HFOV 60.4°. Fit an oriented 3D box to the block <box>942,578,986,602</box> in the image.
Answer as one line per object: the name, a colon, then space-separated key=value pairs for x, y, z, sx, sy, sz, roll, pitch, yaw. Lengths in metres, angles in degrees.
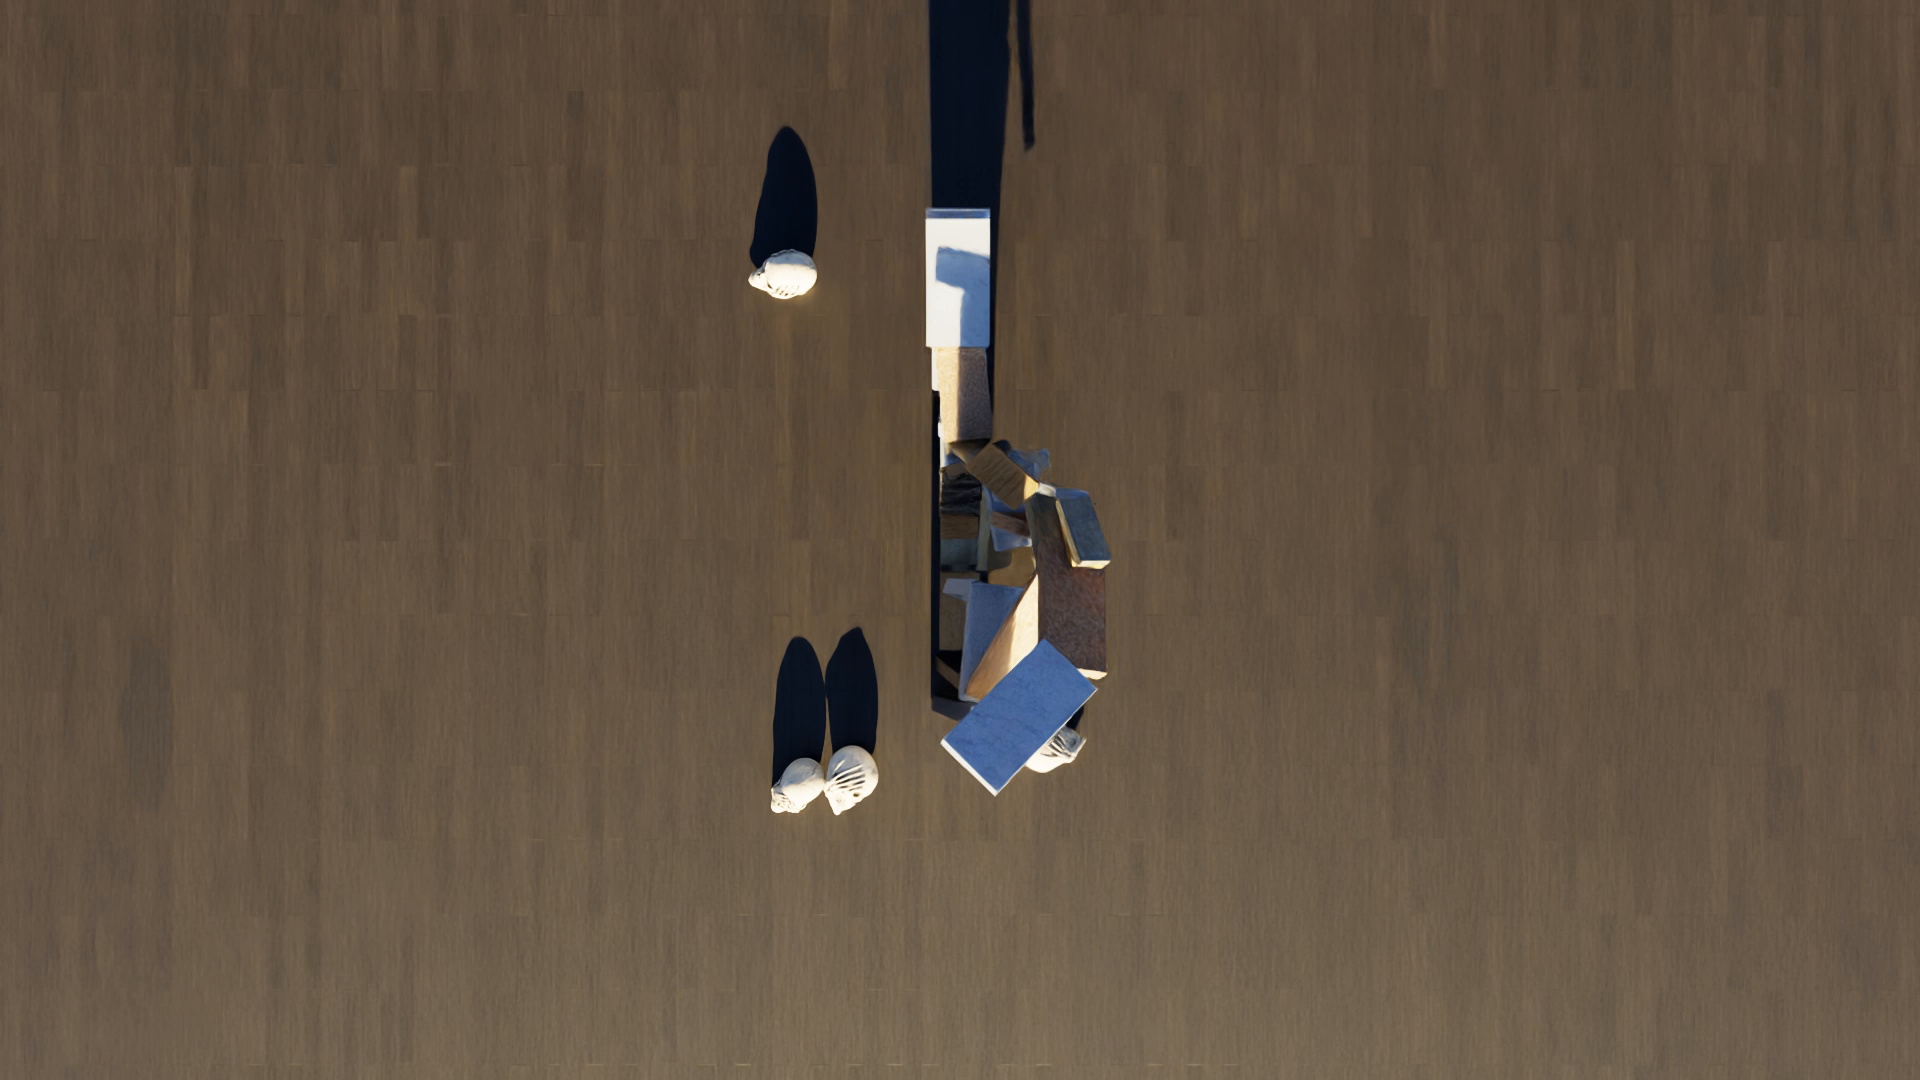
block: x=0.072 y=0.171 z=5.039 sx=0.172 sy=0.345 sz=0.049 roll=21 pitch=84 yaw=-13

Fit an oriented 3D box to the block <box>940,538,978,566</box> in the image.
block: x=-0.003 y=-0.018 z=5.192 sx=0.116 sy=0.033 sz=0.231 roll=0 pitch=131 yaw=-1

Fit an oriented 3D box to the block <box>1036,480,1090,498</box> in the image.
block: x=0.250 y=-0.135 z=4.443 sx=0.094 sy=0.270 sz=0.027 roll=7 pitch=95 yaw=-20

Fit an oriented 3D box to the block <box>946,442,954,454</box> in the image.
block: x=-0.002 y=-0.327 z=4.662 sx=0.081 sy=0.023 sz=0.161 roll=-2 pitch=99 yaw=0

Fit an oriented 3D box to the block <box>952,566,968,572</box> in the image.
block: x=0.002 y=0.064 z=5.384 sx=0.054 sy=0.015 sz=0.108 roll=0 pitch=87 yaw=0

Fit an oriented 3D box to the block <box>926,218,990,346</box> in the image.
block: x=-0.005 y=-0.654 z=4.195 sx=0.160 sy=0.045 sz=0.320 roll=0 pitch=103 yaw=0

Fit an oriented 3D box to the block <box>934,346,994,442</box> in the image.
block: x=0.011 y=-0.394 z=4.338 sx=0.130 sy=0.037 sz=0.260 roll=-6 pitch=106 yaw=1

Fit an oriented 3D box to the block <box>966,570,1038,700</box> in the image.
block: x=0.182 y=0.280 z=4.582 sx=0.148 sy=0.598 sz=0.042 roll=19 pitch=48 yaw=-8

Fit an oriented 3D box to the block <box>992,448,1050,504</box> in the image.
block: x=0.173 y=-0.183 z=4.726 sx=0.113 sy=0.225 sz=0.032 roll=-12 pitch=67 yaw=-20

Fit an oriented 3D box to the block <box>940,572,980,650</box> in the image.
block: x=-0.002 y=0.225 z=5.232 sx=0.125 sy=0.035 sz=0.249 roll=0 pitch=90 yaw=0

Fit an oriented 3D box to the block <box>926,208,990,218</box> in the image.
block: x=-0.005 y=-0.715 z=4.842 sx=0.160 sy=1.325 sz=0.045 roll=0 pitch=81 yaw=0

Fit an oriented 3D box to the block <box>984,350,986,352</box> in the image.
block: x=0.003 y=-0.496 z=4.466 sx=0.130 sy=0.260 sz=0.037 roll=0 pitch=98 yaw=0

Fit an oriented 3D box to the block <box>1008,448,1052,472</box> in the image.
block: x=0.159 y=-0.196 z=4.524 sx=0.113 sy=0.225 sz=0.032 roll=-34 pitch=75 yaw=18

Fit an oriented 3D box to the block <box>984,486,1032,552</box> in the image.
block: x=0.146 y=-0.108 z=4.846 sx=0.132 sy=0.037 sz=0.264 roll=-9 pitch=87 yaw=-20

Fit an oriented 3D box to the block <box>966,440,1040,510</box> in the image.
block: x=0.110 y=-0.164 z=4.256 sx=0.094 sy=0.027 sz=0.189 roll=-43 pitch=123 yaw=11

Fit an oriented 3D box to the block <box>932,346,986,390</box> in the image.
block: x=-0.002 y=-0.574 z=4.599 sx=0.153 sy=0.043 sz=0.307 roll=0 pitch=111 yaw=0

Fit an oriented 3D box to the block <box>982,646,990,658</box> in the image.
block: x=0.096 y=0.361 z=4.808 sx=0.051 sy=0.014 sz=0.102 roll=-8 pitch=93 yaw=-8

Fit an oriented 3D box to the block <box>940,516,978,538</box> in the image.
block: x=-0.003 y=-0.109 z=5.075 sx=0.116 sy=0.033 sz=0.231 roll=0 pitch=125 yaw=0

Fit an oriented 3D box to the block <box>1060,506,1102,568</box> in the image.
block: x=0.315 y=-0.017 z=4.293 sx=0.094 sy=0.027 sz=0.188 roll=5 pitch=56 yaw=-24

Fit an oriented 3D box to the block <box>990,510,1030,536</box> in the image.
block: x=0.198 y=-0.043 z=4.675 sx=0.148 sy=0.297 sz=0.042 roll=6 pitch=95 yaw=-16

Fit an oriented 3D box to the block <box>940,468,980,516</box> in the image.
block: x=0.000 y=-0.176 z=4.974 sx=0.118 sy=0.034 sz=0.237 roll=1 pitch=129 yaw=0

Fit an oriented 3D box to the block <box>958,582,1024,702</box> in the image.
block: x=0.099 y=0.304 z=4.838 sx=0.172 sy=0.049 sz=0.345 roll=6 pitch=91 yaw=-8

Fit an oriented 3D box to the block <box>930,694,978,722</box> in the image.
block: x=0.049 y=0.489 z=4.667 sx=0.172 sy=1.662 sz=0.049 roll=10 pitch=85 yaw=-3

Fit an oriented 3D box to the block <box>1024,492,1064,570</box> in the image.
block: x=0.267 y=0.000 z=4.418 sx=0.149 sy=0.042 sz=0.297 roll=7 pitch=47 yaw=-19

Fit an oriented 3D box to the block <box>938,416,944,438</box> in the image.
block: x=0.005 y=-0.313 z=4.518 sx=0.130 sy=0.263 sz=0.037 roll=-3 pitch=98 yaw=-1

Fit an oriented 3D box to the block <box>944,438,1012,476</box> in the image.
block: x=0.047 y=-0.229 z=4.644 sx=0.112 sy=0.385 sz=0.032 roll=-30 pitch=95 yaw=-10

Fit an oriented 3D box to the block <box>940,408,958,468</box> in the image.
block: x=0.001 y=-0.334 z=4.854 sx=0.118 sy=0.034 sz=0.237 roll=-1 pitch=99 yaw=0

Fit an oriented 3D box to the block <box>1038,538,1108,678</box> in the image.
block: x=0.288 y=0.174 z=4.242 sx=0.172 sy=0.049 sz=0.344 roll=10 pitch=66 yaw=-21

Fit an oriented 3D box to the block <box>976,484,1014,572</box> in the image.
block: x=0.112 y=-0.045 z=4.946 sx=0.037 sy=0.132 sz=0.264 roll=11 pitch=103 yaw=35

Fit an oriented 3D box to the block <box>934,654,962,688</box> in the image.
block: x=0.044 y=0.412 z=5.176 sx=0.172 sy=0.629 sz=0.049 roll=0 pitch=92 yaw=-8

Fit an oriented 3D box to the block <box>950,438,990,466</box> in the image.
block: x=0.040 y=-0.243 z=4.448 sx=0.095 sy=0.422 sz=0.027 roll=-27 pitch=102 yaw=-1

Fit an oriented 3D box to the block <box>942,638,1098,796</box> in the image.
block: x=0.138 y=0.408 z=3.816 sx=0.172 sy=0.049 sz=0.344 roll=43 pitch=71 yaw=9

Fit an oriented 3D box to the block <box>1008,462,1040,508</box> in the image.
block: x=0.165 y=-0.147 z=4.415 sx=0.095 sy=0.189 sz=0.027 roll=-33 pitch=102 yaw=14

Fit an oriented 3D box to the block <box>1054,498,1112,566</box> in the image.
block: x=0.317 y=-0.022 z=4.256 sx=0.094 sy=0.027 sz=0.188 roll=-3 pitch=61 yaw=-28

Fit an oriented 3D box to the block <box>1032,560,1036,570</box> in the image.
block: x=0.246 y=0.177 z=4.884 sx=0.037 sy=0.132 sz=0.264 roll=-2 pitch=98 yaw=7
